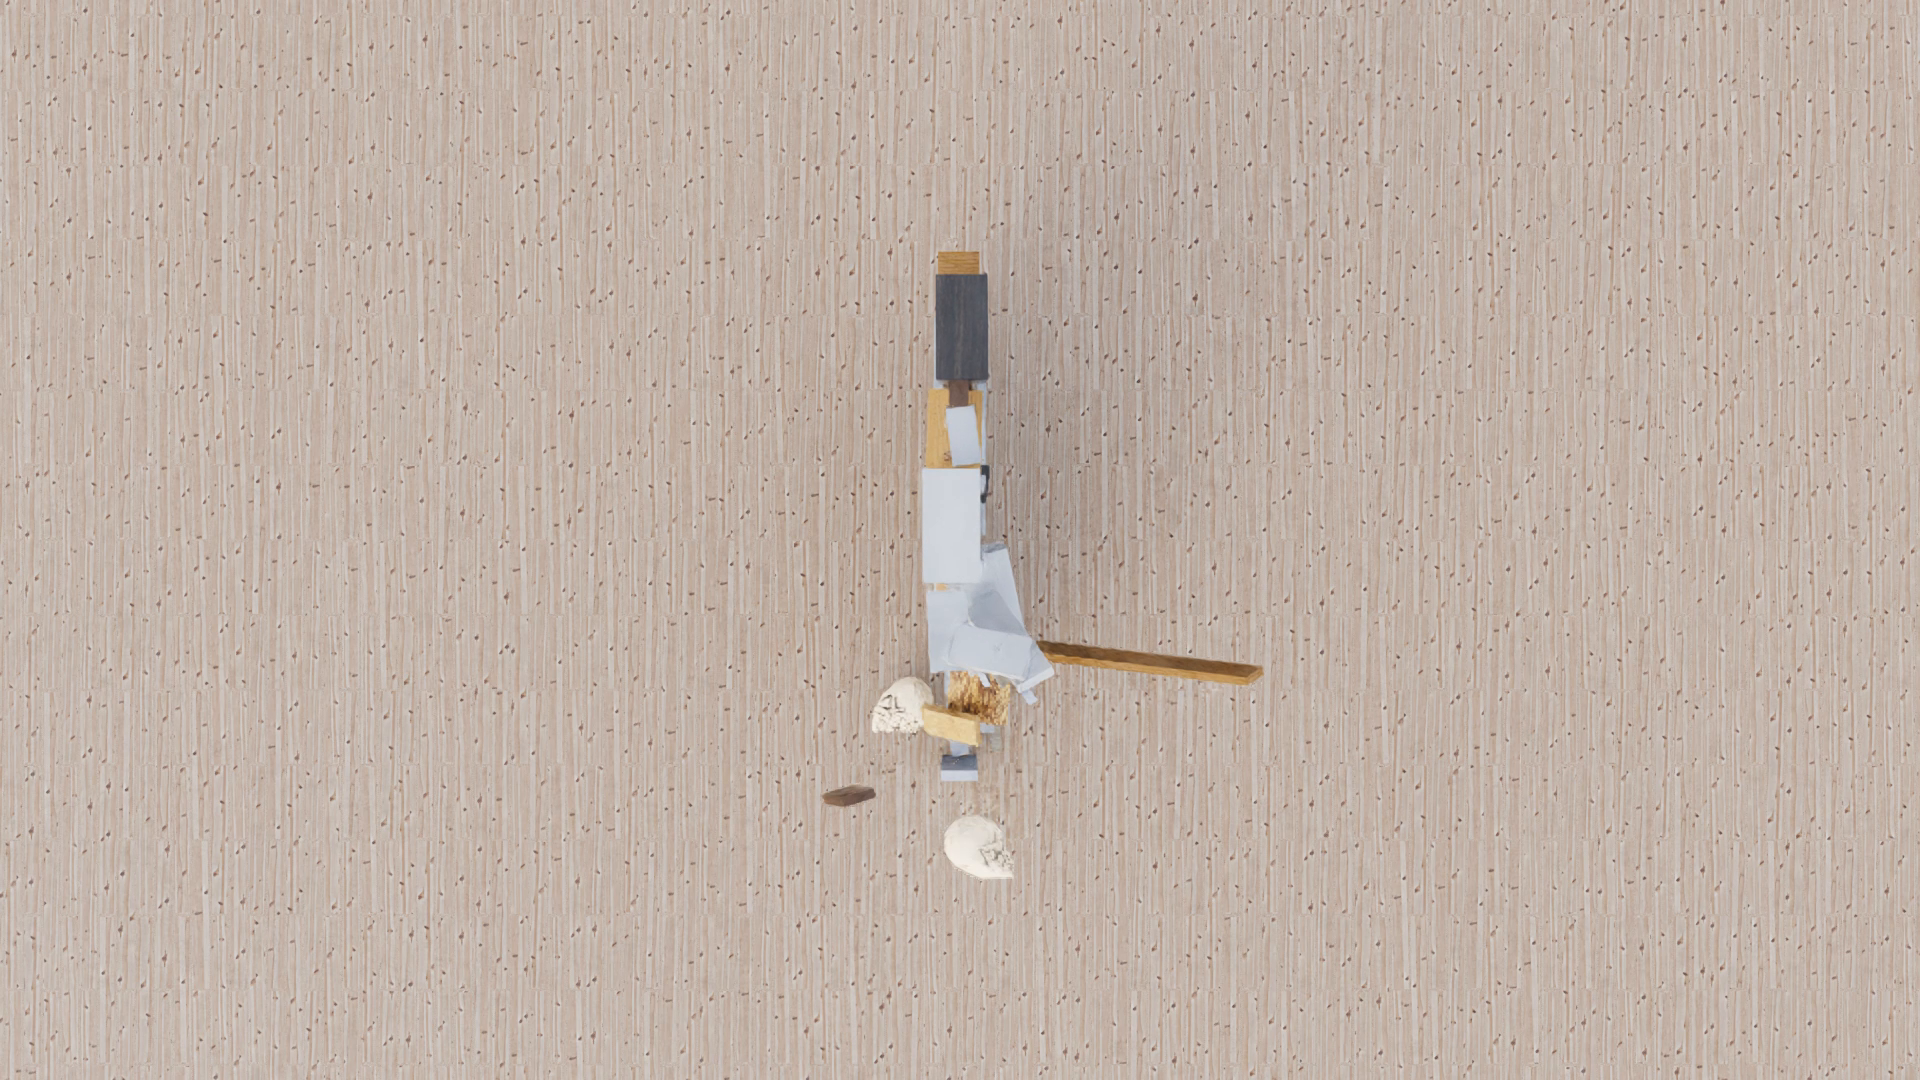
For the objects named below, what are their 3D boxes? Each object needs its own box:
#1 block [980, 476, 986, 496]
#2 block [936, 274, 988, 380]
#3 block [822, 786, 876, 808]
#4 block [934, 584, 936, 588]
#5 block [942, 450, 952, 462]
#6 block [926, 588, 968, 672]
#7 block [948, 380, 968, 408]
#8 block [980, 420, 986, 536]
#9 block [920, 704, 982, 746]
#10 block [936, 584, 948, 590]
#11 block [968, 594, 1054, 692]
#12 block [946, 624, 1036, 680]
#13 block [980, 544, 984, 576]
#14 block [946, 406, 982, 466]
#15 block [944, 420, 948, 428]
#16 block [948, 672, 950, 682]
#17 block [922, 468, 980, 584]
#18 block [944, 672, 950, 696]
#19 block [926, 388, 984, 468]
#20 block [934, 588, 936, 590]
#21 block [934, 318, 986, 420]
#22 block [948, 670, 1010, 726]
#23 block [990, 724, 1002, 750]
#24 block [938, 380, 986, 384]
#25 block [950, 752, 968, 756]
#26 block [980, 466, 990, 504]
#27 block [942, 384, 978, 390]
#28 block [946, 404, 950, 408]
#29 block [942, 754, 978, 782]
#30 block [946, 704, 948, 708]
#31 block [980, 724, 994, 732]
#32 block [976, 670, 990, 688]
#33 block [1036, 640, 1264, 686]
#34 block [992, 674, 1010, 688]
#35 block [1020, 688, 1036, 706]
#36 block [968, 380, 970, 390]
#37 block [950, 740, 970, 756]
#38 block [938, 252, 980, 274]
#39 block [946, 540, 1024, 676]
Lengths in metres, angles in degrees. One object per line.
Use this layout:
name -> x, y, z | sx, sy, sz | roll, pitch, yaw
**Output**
block -> -0.009, -0.139, 4.095 | 0.136, 0.273, 0.039 | 3, 90, 0
block -> 0.005, -0.532, 4.124 | 0.131, 0.037, 0.261 | 0, 90, 0
block -> -0.304, 0.699, 4.506 | 0.092, 0.184, 0.026 | -14, 90, -23
block -> -0.011, 0.004, 4.938 | 0.141, 0.040, 0.282 | -1, 89, 0
block -> -0.005, -0.214, 4.160 | 0.071, 0.142, 0.020 | -6, 91, -3
block -> -0.031, 0.237, 4.327 | 0.105, 0.030, 0.211 | -3, 92, -7
block -> -0.003, -0.352, 4.128 | 0.049, 0.014, 0.097 | -1, 88, -2
block -> -0.010, -0.172, 4.577 | 0.160, 0.045, 0.320 | 0, 90, 0
block -> -0.025, 0.543, 4.850 | 0.184, 0.026, 0.092 | 10, 125, 32
block -> 0.023, 0.192, 4.751 | 0.178, 0.457, 0.050 | -6, 61, -4
block -> 0.128, 0.268, 4.350 | 0.105, 0.329, 0.030 | -28, 133, -8
block -> 0.081, 0.288, 4.243 | 0.211, 0.030, 0.105 | 10, 70, 24
block -> -0.016, 0.031, 4.115 | 0.136, 0.313, 0.039 | 7, 100, -2
block -> 0.008, -0.257, 4.079 | 0.071, 0.020, 0.142 | -7, 91, -3
block -> -0.001, -0.295, 4.160 | 0.071, 0.142, 0.020 | -1, 94, -3
block -> -0.007, 0.385, 5.260 | 0.065, 0.018, 0.130 | -3, 85, 0
block -> -0.020, -0.033, 3.936 | 0.136, 0.039, 0.273 | 0, 88, -1
block -> -0.003, 0.408, 5.303 | 0.090, 0.026, 0.180 | 1, 87, 0
block -> -0.016, -0.246, 4.252 | 0.140, 0.040, 0.280 | 2, 89, 0
block -> -0.029, 0.196, 5.225 | 0.107, 0.214, 0.030 | -1, 71, -1
block -> 0.000, -0.478, 4.676 | 0.148, 0.042, 0.295 | 0, 90, 0
block -> 0.059, 0.408, 4.785 | 0.178, 0.356, 0.050 | 5, 49, 2
block -> 0.110, 0.568, 5.408 | 0.033, 0.115, 0.230 | -4, 89, -1
block -> 0.005, -0.441, 4.293 | 0.130, 0.301, 0.037 | -1, 89, 0
block -> -0.004, 0.658, 5.482 | 0.058, 0.017, 0.117 | 0, 80, 0
block -> 0.005, -0.150, 4.414 | 0.140, 0.280, 0.040 | 3, 79, 0
block -> 0.000, -0.453, 4.457 | 0.093, 0.026, 0.185 | 0, 90, 0
block -> -0.011, -0.326, 4.185 | 0.049, 0.097, 0.014 | 2, 108, 0
block -> -0.001, 0.734, 5.318 | 0.115, 0.364, 0.033 | 0, 90, 0
block -> -0.019, 0.579, 5.480 | 0.059, 0.017, 0.117 | 10, 80, 3
block -> 0.051, 0.467, 4.967 | 0.109, 0.031, 0.219 | 4, 82, -9
block -> 0.061, 0.351, 4.490 | 0.016, 0.116, 0.058 | -22, 108, 6
block -> 0.524, 0.373, 5.070 | 0.893, 0.092, 0.026 | 4, 110, 43
block -> 0.103, 0.335, 4.423 | 0.058, 0.016, 0.116 | -35, 106, -4
block -> 0.170, 0.425, 5.398 | 0.033, 0.115, 0.230 | -33, 115, -2
block -> 0.000, -0.393, 4.291 | 0.049, 0.305, 0.014 | 2, 90, 0
block -> -0.007, 0.654, 5.451 | 0.059, 0.017, 0.117 | -10, 89, 1
block -> -0.004, -0.661, 4.419 | 0.110, 0.031, 0.221 | 0, 90, 0
block -> 0.071, 0.190, 4.520 | 0.178, 0.050, 0.355 | -16, 117, -6
